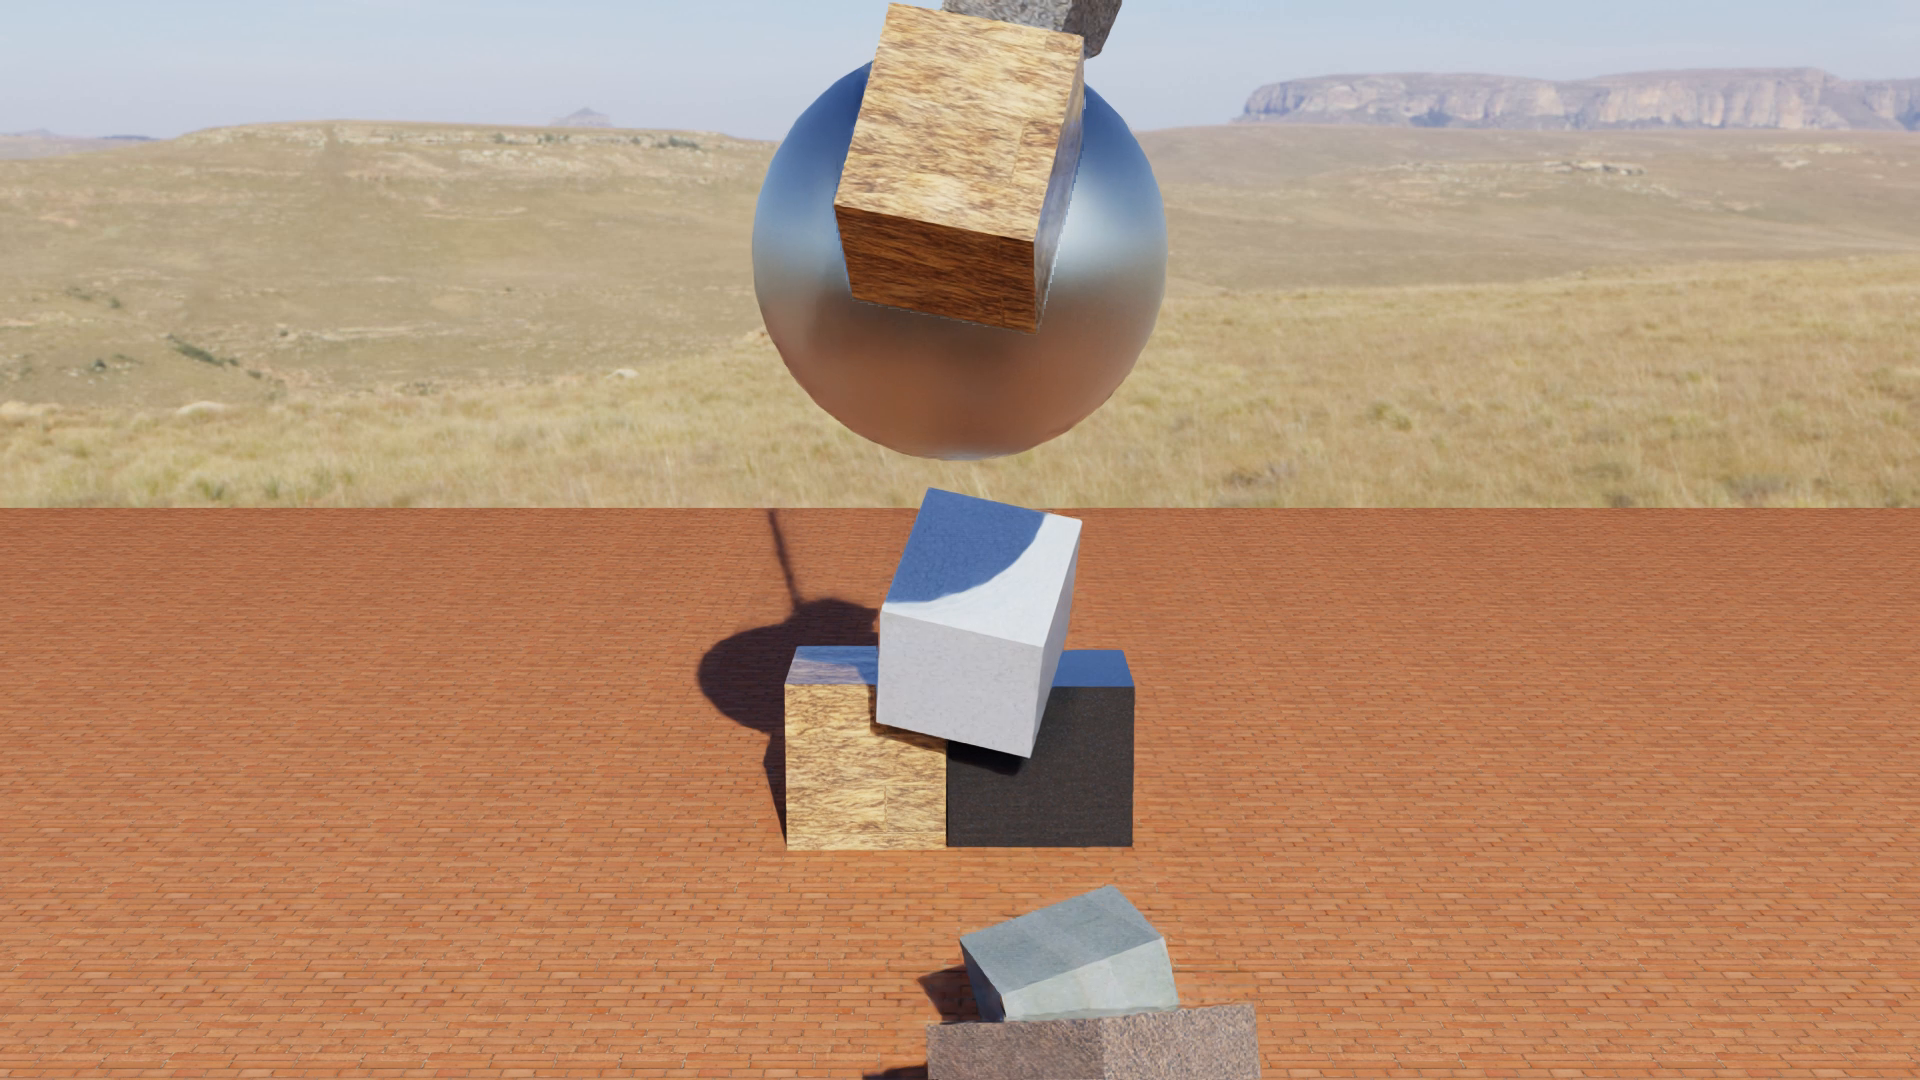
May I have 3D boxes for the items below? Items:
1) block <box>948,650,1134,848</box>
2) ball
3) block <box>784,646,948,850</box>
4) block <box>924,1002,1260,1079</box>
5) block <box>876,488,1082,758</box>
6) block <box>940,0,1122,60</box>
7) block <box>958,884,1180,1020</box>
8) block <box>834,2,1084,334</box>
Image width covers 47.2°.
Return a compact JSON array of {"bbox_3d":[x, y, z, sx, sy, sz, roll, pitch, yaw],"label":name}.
[{"bbox_3d":[0.404,1.065,11.384,0.929,0.831,0.795,0,10,0],"label":"block"},{"bbox_3d":[0.000,-1.101,8.452,1.600,1.600,1.600,0,10,0],"label":"ball"},{"bbox_3d":[-0.468,1.059,11.361,0.796,0.852,0.835,0,10,0],"label":"block"},{"bbox_3d":[0.414,1.768,6.575,0.695,0.691,0.713,7,-15,-44],"label":"block"},{"bbox_3d":[0.092,0.395,10.636,0.768,0.801,0.854,12,46,8],"label":"block"},{"bbox_3d":[0.319,-2.091,8.058,0.467,0.549,0.481,35,36,14],"label":"block"},{"bbox_3d":[0.428,1.719,8.028,0.617,0.601,0.560,-17,15,-12],"label":"block"},{"bbox_3d":[0.016,-1.212,7.239,0.638,0.743,0.681,12,-18,7],"label":"block"}]
